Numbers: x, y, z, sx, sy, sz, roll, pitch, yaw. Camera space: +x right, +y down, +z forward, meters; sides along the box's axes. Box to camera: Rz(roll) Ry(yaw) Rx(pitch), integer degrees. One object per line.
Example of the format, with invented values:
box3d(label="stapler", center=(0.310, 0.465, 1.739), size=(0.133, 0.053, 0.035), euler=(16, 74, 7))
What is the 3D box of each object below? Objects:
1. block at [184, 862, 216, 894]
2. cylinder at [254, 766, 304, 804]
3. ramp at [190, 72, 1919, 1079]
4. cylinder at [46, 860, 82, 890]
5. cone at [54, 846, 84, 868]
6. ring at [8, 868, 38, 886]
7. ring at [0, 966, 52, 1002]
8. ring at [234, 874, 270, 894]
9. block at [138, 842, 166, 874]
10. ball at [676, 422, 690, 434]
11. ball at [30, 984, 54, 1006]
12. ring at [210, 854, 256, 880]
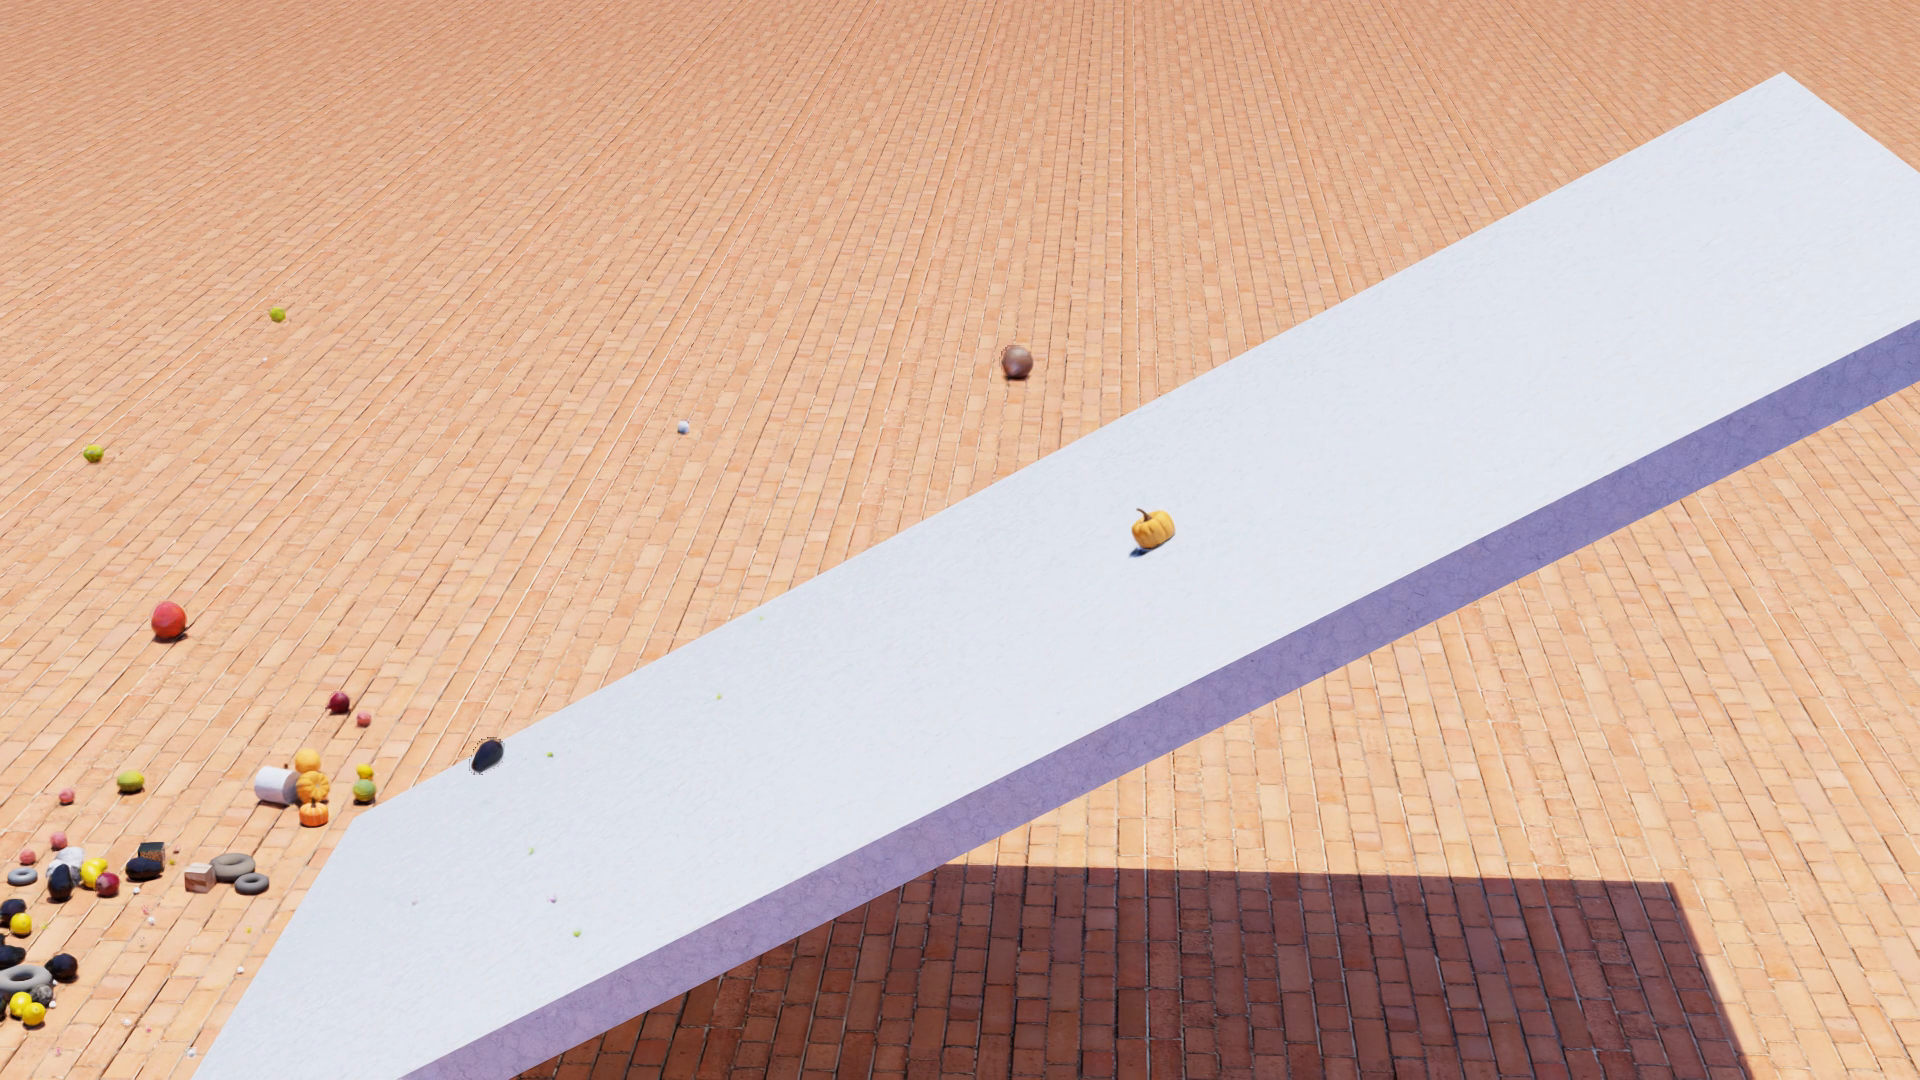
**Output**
box3d(label="block", center=(-1.912, 0.851, 7.400), size=(0.057, 0.057, 0.057), euler=(3, 18, 10))
box3d(label="cylinder", center=(-1.836, 0.661, 7.925), size=(0.092, 0.092, 0.092), euler=(8, 20, 23))
box3d(label="ramp", center=(0.142, 0.167, 6.283), size=(4.000, 0.100, 2.000), euler=(-27, 14, 11))
box3d(label="cylinder", center=(-2.259, 0.844, 7.413), size=(0.062, 0.062, 0.062), euler=(12, 22, 33))
box3d(label="cone", center=(-2.255, 0.835, 7.483), size=(0.078, 0.078, 0.078), euler=(-10, 47, -28))
box3d(label="ring", center=(-2.374, 0.852, 7.450), size=(0.075, 0.025, 0.075), euler=(1, 19, 0))
box3d(label="ring", center=(-2.188, 1.033, 6.859), size=(0.139, 0.046, 0.139), euler=(0, 17, 0))
box3d(label="ring", center=(-1.782, 0.865, 7.403), size=(0.087, 0.029, 0.087), euler=(0, 19, 0))
box3d(label="block", center=(-2.065, 0.811, 7.517), size=(0.060, 0.060, 0.060), euler=(-2, 18, -7))
box3d(label="ball", center=(-1.066, -0.432, 11.342), size=(0.053, 0.053, 0.053), euler=(0, 18, 0))
box3d(label="ball", center=(-2.122, 1.051, 6.794), size=(0.052, 0.052, 0.052), euler=(0, 18, 0))
box3d(label="ring", center=(-1.854, 0.832, 7.485), size=(0.121, 0.040, 0.121), euler=(0, 17, 0))
